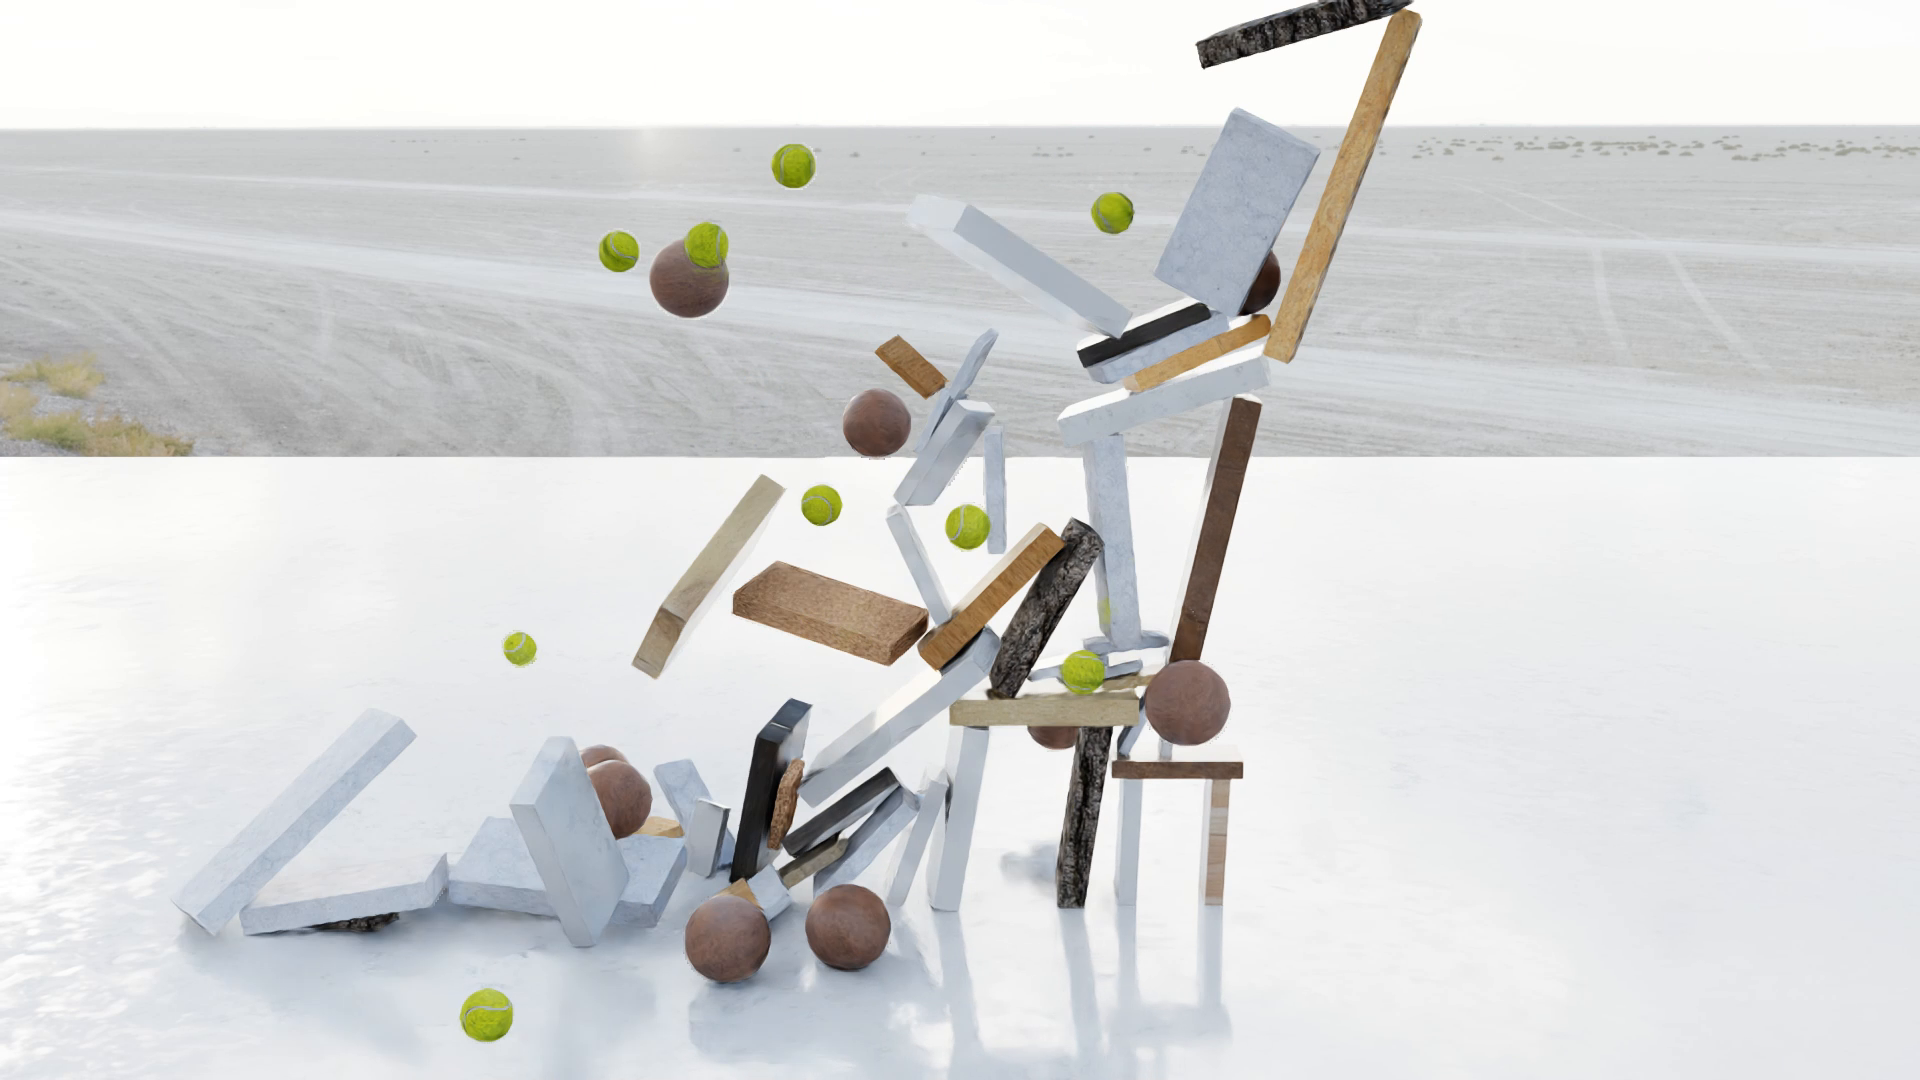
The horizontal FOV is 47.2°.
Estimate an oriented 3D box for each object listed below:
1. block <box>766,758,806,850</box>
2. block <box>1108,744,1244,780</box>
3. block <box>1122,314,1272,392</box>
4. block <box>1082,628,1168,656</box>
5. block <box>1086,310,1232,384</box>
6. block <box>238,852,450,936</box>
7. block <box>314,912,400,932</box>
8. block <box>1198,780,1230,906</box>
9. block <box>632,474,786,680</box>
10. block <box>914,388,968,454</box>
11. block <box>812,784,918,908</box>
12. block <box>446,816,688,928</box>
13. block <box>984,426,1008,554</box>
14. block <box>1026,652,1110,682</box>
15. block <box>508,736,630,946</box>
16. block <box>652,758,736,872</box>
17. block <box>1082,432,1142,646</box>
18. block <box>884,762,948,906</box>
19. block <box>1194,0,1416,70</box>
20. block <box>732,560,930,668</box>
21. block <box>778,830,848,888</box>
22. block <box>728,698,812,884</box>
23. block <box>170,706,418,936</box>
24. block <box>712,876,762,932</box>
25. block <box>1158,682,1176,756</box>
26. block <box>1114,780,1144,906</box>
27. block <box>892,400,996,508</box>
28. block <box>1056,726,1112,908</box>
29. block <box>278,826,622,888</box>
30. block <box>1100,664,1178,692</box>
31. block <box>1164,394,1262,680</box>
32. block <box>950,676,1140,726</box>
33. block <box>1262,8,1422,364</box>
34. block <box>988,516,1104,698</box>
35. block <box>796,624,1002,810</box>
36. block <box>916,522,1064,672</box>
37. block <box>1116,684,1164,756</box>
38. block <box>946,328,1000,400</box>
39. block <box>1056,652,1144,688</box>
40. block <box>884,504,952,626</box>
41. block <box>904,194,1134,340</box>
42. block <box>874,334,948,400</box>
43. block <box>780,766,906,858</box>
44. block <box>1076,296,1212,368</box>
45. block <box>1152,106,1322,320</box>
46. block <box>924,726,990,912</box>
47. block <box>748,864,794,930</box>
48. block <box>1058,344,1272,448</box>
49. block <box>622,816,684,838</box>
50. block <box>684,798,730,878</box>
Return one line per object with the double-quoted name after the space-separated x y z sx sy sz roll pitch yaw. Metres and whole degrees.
-0.290 0.440 3.660 0.020 0.143 0.072 18 34 7 "block"
0.354 0.364 3.623 0.214 0.030 0.107 0 11 0 "block"
0.381 -0.303 3.557 0.237 0.031 0.110 -25 9 -6 "block"
0.272 0.168 3.621 0.133 0.019 0.067 -6 7 -3 "block"
0.319 -0.313 3.555 0.220 0.031 0.110 -25 12 -8 "block"
-0.988 0.568 3.542 0.300 0.042 0.150 -9 10 1 "block"
-0.964 0.604 3.507 0.123 0.017 0.062 -3 10 26 "block"
0.421 0.485 3.645 0.030 0.214 0.107 2 11 0 "block"
-0.409 0.058 3.599 0.049 0.173 0.347 33 47 0 "block"
-0.031 -0.189 3.554 0.016 0.113 0.057 33 16 25 "block"
-0.158 0.505 3.640 0.031 0.218 0.109 43 5 -10 "block"
-0.640 0.542 3.601 0.346 0.049 0.173 5 29 10 "block"
0.058 -0.081 3.550 0.028 0.194 0.097 -1 11 5 "block"
0.172 0.205 3.609 0.133 0.019 0.067 -12 8 -9 "block"
-0.598 0.465 3.387 0.042 0.300 0.150 -1 37 19 "block"
-0.455 0.478 3.827 0.072 0.020 0.216 -9 57 -41 "block"
0.248 -0.008 3.610 0.048 0.337 0.168 -6 7 -3 "block"
-0.074 0.486 3.641 0.031 0.218 0.109 19 9 -7 "block"
0.515 -0.774 3.286 0.294 0.042 0.147 -10 16 32 "block"
-0.214 0.120 3.657 0.293 0.041 0.146 17 28 19 "block"
-0.258 0.541 3.650 0.154 0.022 0.077 -33 7 9 "block"
-0.317 0.426 3.689 0.041 0.292 0.146 18 26 12 "block"
-1.081 0.450 3.573 0.440 0.042 0.150 -47 27 -22 "block"
-0.361 0.588 3.554 0.062 0.017 0.123 -33 17 -8 "block"
0.339 0.287 3.615 0.017 0.123 0.062 1 11 -1 "block"
0.279 0.485 3.645 0.030 0.214 0.107 2 11 0 "block"
-0.026 -0.139 3.562 0.028 0.194 0.097 42 20 21 "block"
0.204 0.438 3.644 0.043 0.306 0.153 8 11 -1 "block"
-0.857 0.547 3.732 0.562 0.041 0.146 -3 10 -8 "block"
0.293 0.224 3.604 0.123 0.017 0.062 -9 10 3 "block"
0.408 -0.013 3.567 0.048 0.453 0.168 13 8 2 "block"
0.135 0.264 3.614 0.306 0.043 0.153 0 11 0 "block"
0.600 -0.552 3.448 0.042 0.562 0.147 22 12 9 "block"
0.136 0.108 3.587 0.041 0.291 0.145 29 7 -9 "block"
-0.099 0.289 3.603 0.391 0.041 0.145 -39 9 21 "block"
0.048 0.090 3.592 0.291 0.041 0.145 -45 5 0 "block"
0.295 0.290 3.616 0.017 0.123 0.062 27 9 -5 "block"
0.021 -0.279 3.478 0.016 0.113 0.057 36 35 8 "block"
0.228 0.213 3.616 0.133 0.019 0.067 -12 8 -9 "block"
-0.067 0.038 3.575 0.028 0.194 0.097 -24 10 5 "block"
0.094 -0.432 3.483 0.349 0.049 0.173 29 -2 -30 "block"
-0.078 -0.280 3.552 0.113 0.016 0.057 43 43 9 "block"
-0.195 0.459 3.695 0.218 0.031 0.109 -35 -13 -2 "block"
0.297 -0.341 3.568 0.220 0.031 0.110 -21 11 8 "block"
0.429 -0.508 3.429 0.147 0.294 0.042 29 29 8 "block"
-0.005 0.440 3.631 0.043 0.306 0.153 9 9 -7 "block"
-0.317 0.578 3.572 0.072 0.020 0.143 -37 18 -5 "block"
0.333 -0.233 3.554 0.337 0.048 0.168 -17 8 12 "block"
-0.571 0.530 3.935 0.077 0.022 0.154 7 13 34 "block"
-0.434 0.508 3.751 0.062 0.123 0.017 15 3 30 "block"
